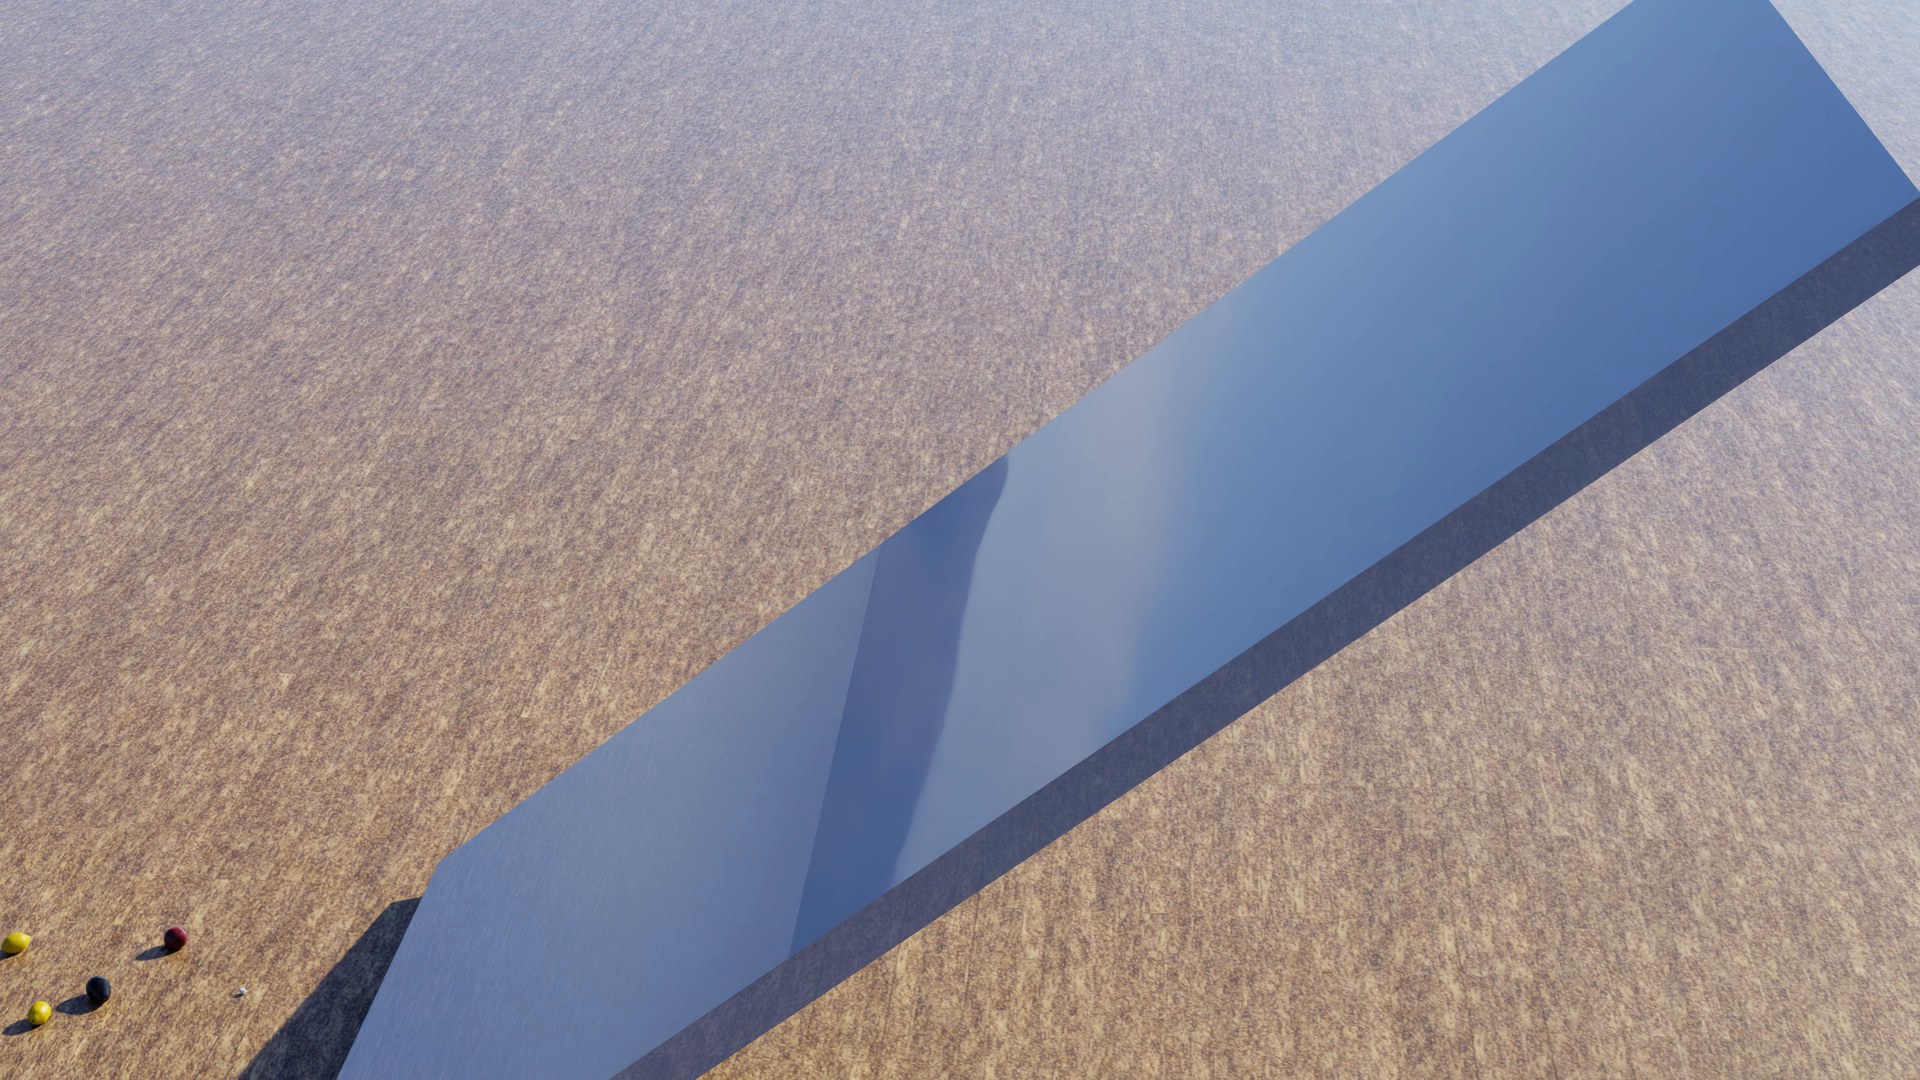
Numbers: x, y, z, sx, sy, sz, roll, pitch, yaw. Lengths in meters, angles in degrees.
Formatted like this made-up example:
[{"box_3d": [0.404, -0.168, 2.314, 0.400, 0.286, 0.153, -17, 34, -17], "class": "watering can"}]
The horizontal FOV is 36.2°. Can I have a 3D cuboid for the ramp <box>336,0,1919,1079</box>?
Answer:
[{"box_3d": [0.123, 0.184, 6.336, 4.000, 0.100, 2.000, -36, 16, 18], "class": "ramp"}]
